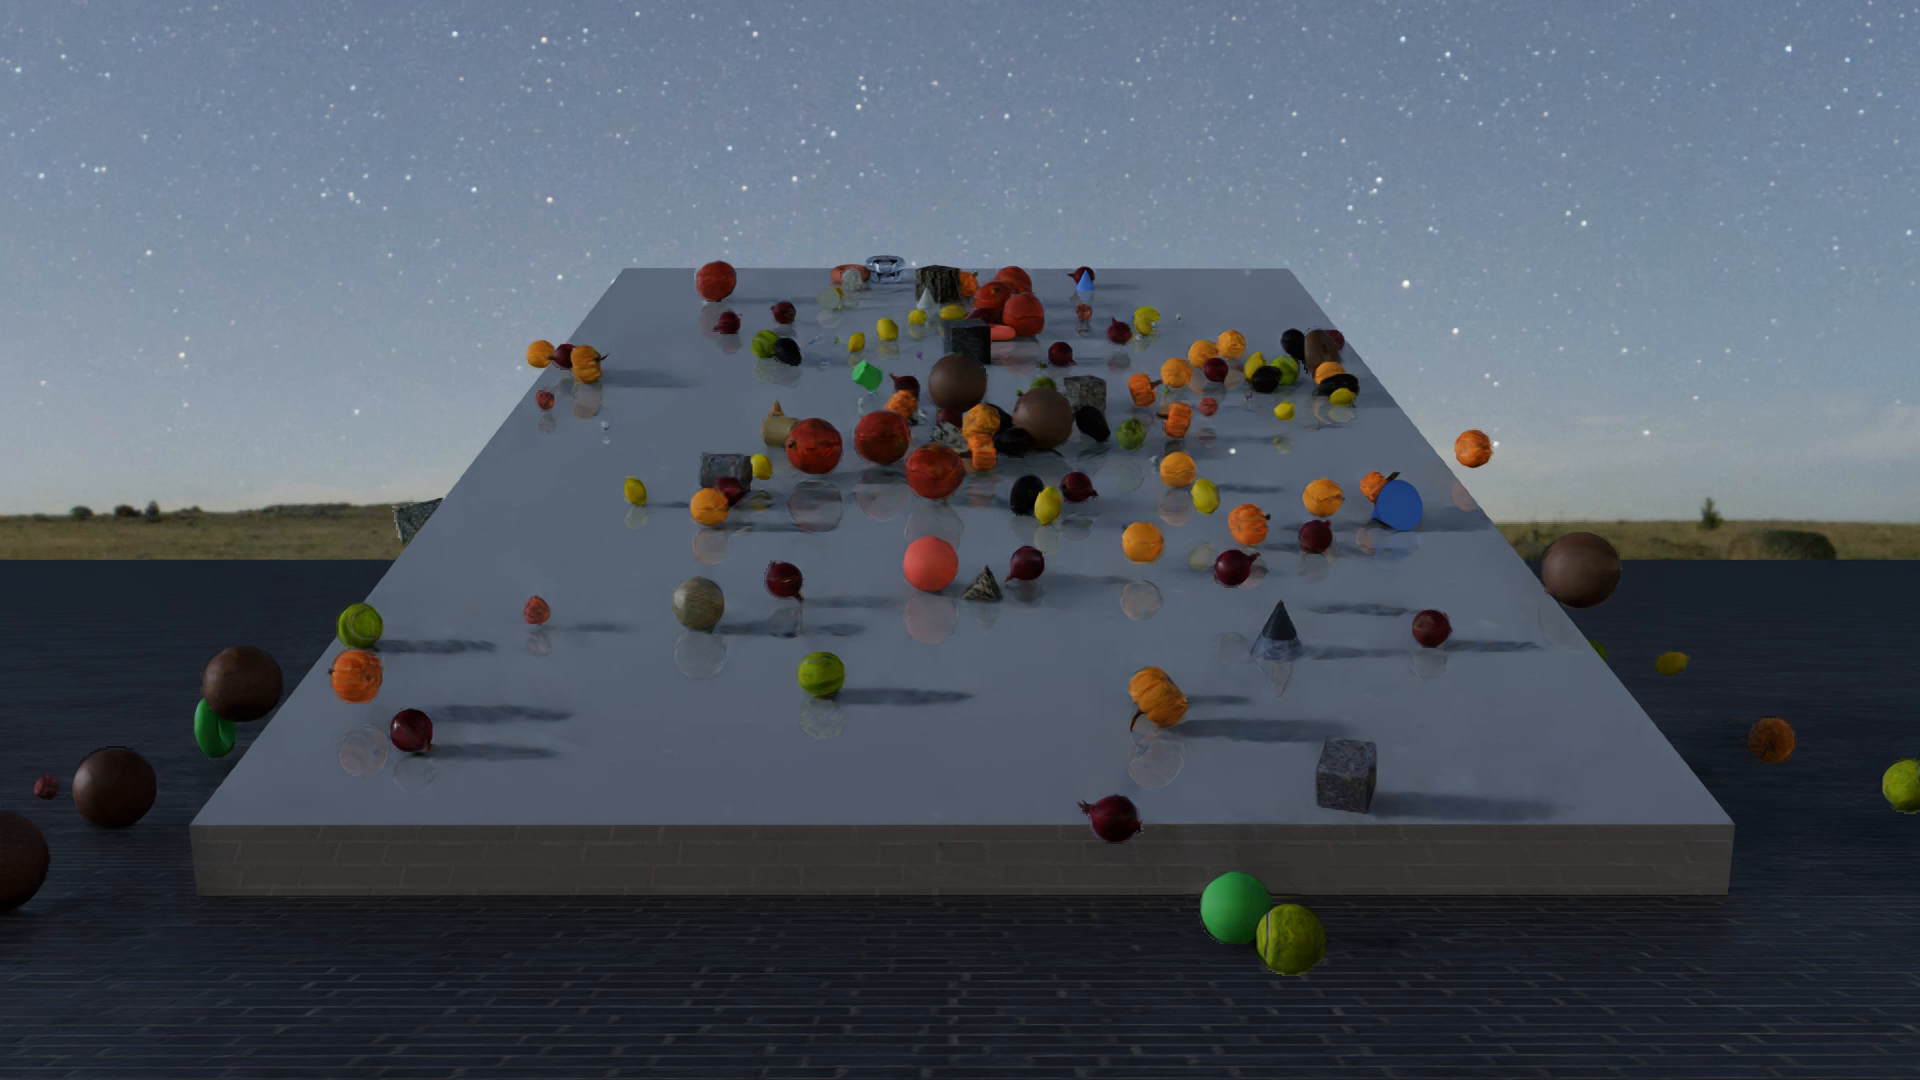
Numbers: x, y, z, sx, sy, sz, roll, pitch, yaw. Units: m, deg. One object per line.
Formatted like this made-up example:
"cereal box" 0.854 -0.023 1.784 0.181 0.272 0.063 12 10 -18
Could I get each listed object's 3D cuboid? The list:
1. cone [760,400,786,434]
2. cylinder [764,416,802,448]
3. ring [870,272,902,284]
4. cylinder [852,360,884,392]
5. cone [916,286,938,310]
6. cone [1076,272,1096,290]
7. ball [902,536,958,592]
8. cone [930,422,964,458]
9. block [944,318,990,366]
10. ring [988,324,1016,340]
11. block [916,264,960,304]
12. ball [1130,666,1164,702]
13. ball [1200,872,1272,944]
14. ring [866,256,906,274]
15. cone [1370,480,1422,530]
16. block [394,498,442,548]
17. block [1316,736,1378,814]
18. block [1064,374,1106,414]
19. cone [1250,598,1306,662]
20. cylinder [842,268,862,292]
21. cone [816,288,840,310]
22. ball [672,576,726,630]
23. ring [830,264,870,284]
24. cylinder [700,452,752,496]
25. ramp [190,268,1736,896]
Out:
"cone" -0.397 -0.271 4.815 0.072 0.072 0.072 0 17 0
"cylinder" -0.374 -0.227 4.688 0.063 0.063 0.063 4 1 15
"ring" -0.216 -0.770 6.493 0.092 0.031 0.092 1 18 0
"cylinder" -0.209 -0.370 5.026 0.051 0.051 0.051 30 -16 -29
"cone" -0.092 -0.670 6.122 0.059 0.059 0.059 0 17 0
"cone" 0.361 -0.748 6.377 0.057 0.057 0.057 0 17 0
"ball" -0.050 0.041 3.774 0.095 0.095 0.095 0 0 0
"cone" -0.046 -0.198 4.643 0.079 0.079 0.079 0 -12 -28
"block" 0.016 -0.486 5.468 0.096 0.096 0.096 -4 18 -11
"ring" 0.097 -0.534 5.732 0.093 0.031 0.093 4 15 -1
"block" -0.063 -0.714 6.217 0.088 0.088 0.088 13 21 35
"ball" 0.276 0.213 3.292 0.051 0.051 0.051 0 0 0
"ball" 0.316 0.421 2.546 0.082 0.082 0.082 0 0 0
"ring" -0.217 -0.804 6.487 0.119 0.040 0.119 1 16 0
"cone" 0.798 -0.055 4.172 0.098 0.098 0.098 0 -11 -24
"block" -1.110 -0.022 4.616 0.096 0.096 0.096 -13 -8 -12
"block" 0.509 0.309 2.924 0.066 0.066 0.066 7 43 20
"block" 0.280 -0.327 5.002 0.069 0.069 0.069 -10 20 -29
"cone" 0.501 0.133 3.487 0.089 0.089 0.089 0 17 0
"cylinder" -0.309 -0.744 6.369 0.054 0.054 0.054 0 17 -3
"cone" -0.358 -0.655 6.126 0.063 0.063 0.063 0 -9 4
"ball" -0.422 0.102 3.589 0.086 0.086 0.086 0 0 0
"ring" -0.319 -0.775 6.493 0.118 0.039 0.118 0 21 0
"cylinder" -0.455 -0.127 4.334 0.081 0.081 0.081 -4 -1 12
"ramp" -0.003 -0.177 4.803 2.000 0.100 4.000 0 17 0
